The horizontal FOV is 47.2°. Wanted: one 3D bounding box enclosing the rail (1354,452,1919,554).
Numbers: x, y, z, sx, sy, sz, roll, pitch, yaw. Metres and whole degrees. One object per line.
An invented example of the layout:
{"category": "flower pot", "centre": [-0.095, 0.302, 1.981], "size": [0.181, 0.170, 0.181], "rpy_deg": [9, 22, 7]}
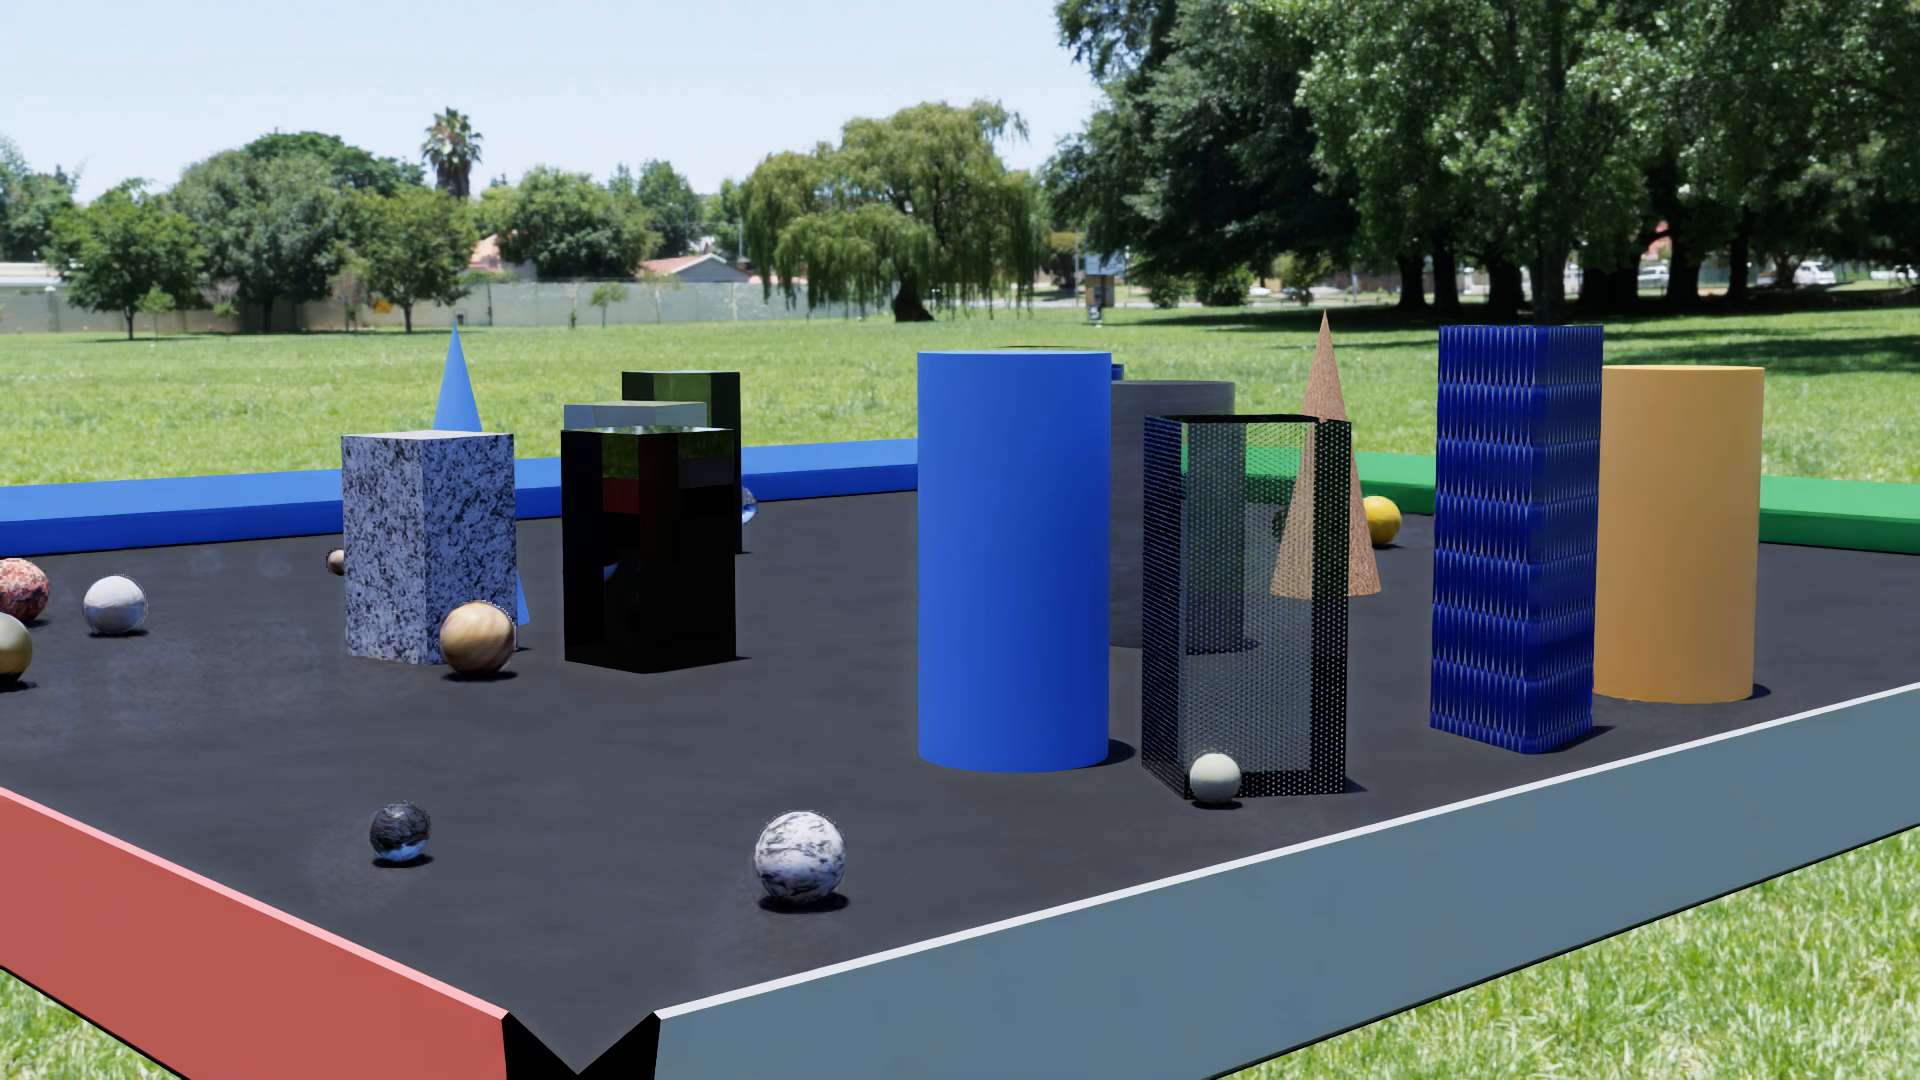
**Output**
{"category": "rail", "centre": [1.261, -0.089, 4.489], "size": [0.045, 0.124, 3.253], "rpy_deg": [-6, 8, -42]}

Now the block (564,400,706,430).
{"category": "block", "centre": [-0.479, -0.051, 3.269], "size": [0.153, 0.305, 0.153], "rpy_deg": [2, 6, 22]}

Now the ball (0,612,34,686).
{"category": "ball", "centre": [-1.139, 0.129, 2.587], "size": [0.090, 0.090, 0.090], "rpy_deg": [0, 6, 0]}

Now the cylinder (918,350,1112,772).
{"category": "cylinder", "centre": [0.054, 0.014, 2.189], "size": [0.191, 0.401, 0.191], "rpy_deg": [0, 6, 0]}

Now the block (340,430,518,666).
{"category": "block", "centre": [-0.684, 0.005, 2.843], "size": [0.153, 0.283, 0.153], "rpy_deg": [4, 7, 35]}

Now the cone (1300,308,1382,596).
{"category": "cone", "centre": [0.575, -0.144, 3.485], "size": [0.191, 0.445, 0.191], "rpy_deg": [0, 6, 0]}

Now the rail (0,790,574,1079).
{"category": "rail", "centre": [-1.261, 0.154, 2.175], "size": [0.045, 0.124, 3.253], "rpy_deg": [-6, 8, -42]}

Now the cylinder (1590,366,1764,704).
{"category": "cylinder", "centre": [0.829, -0.012, 2.562], "size": [0.191, 0.376, 0.191], "rpy_deg": [0, 6, 0]}

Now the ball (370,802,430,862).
{"category": "ball", "centre": [-0.452, 0.236, 1.775], "size": [0.047, 0.047, 0.047], "rpy_deg": [0, 6, 0]}

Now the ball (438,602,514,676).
{"category": "ball", "centre": [-0.586, 0.121, 2.666], "size": [0.090, 0.090, 0.090], "rpy_deg": [0, 6, 0]}

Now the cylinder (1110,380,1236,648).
{"category": "cylinder", "centre": [0.272, -0.039, 2.957], "size": [0.191, 0.346, 0.191], "rpy_deg": [0, 6, 0]}

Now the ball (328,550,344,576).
{"category": "ball", "centre": [-1.034, 0.037, 3.678], "size": [0.044, 0.044, 0.044], "rpy_deg": [0, 6, 0]}

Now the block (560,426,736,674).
{"category": "block", "centre": [-0.393, 0.007, 2.778], "size": [0.153, 0.293, 0.153], "rpy_deg": [6, 8, 42]}

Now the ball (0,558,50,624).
{"category": "ball", "centre": [-1.336, 0.073, 3.104], "size": [0.094, 0.094, 0.094], "rpy_deg": [0, 6, 0]}

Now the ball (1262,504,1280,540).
{"category": "ball", "centre": [0.611, -0.030, 4.152], "size": [0.078, 0.078, 0.078], "rpy_deg": [0, 6, 0]}

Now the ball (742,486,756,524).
{"category": "ball", "centre": [-0.462, -0.072, 4.542], "size": [0.081, 0.081, 0.081], "rpy_deg": [0, 6, 0]}

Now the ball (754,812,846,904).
{"category": "ball", "centre": [-0.120, 0.238, 1.650], "size": [0.069, 0.069, 0.069], "rpy_deg": [0, 6, 0]}

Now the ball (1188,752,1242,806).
{"category": "ball", "centre": [0.229, 0.215, 1.978], "size": [0.047, 0.047, 0.047], "rpy_deg": [0, 6, 0]}

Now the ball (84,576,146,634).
{"category": "ball", "centre": [-1.158, 0.090, 3.013], "size": [0.079, 0.079, 0.079], "rpy_deg": [0, 6, 0]}

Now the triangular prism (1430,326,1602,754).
{"category": "triangular prism", "centre": [0.561, -0.009, 2.287], "size": [0.144, 0.427, 0.166], "rpy_deg": [4, 7, 36]}

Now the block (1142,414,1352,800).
{"category": "block", "centre": [0.266, 0.057, 2.069], "size": [0.153, 0.342, 0.153], "rpy_deg": [-1, 6, -10]}

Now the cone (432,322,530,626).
{"category": "cone", "centre": [-0.710, -0.096, 3.110], "size": [0.191, 0.428, 0.191], "rpy_deg": [0, 6, 0]}

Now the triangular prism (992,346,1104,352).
{"category": "triangular prism", "centre": [0.109, -0.090, 3.245], "size": [0.166, 0.389, 0.144], "rpy_deg": [-2, 6, -14]}

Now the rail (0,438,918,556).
{"category": "rail", "centre": [-1.087, -0.091, 4.504], "size": [3.479, 0.124, 0.045], "rpy_deg": [-6, 8, -42]}

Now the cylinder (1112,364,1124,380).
{"category": "cylinder", "centre": [0.229, -0.181, 4.360], "size": [0.191, 0.335, 0.191], "rpy_deg": [0, 6, 0]}

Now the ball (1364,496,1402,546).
{"category": "ball", "centre": [0.778, -0.035, 4.121], "size": [0.096, 0.096, 0.096], "rpy_deg": [0, 6, 0]}

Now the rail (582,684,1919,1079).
{"category": "rail", "centre": [1.087, 0.156, 2.161], "size": [3.479, 0.124, 0.045], "rpy_deg": [-6, 8, -42]}

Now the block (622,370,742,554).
{"category": "block", "centre": [-0.505, -0.140, 3.997], "size": [0.153, 0.331, 0.153], "rpy_deg": [-5, 8, -41]}
